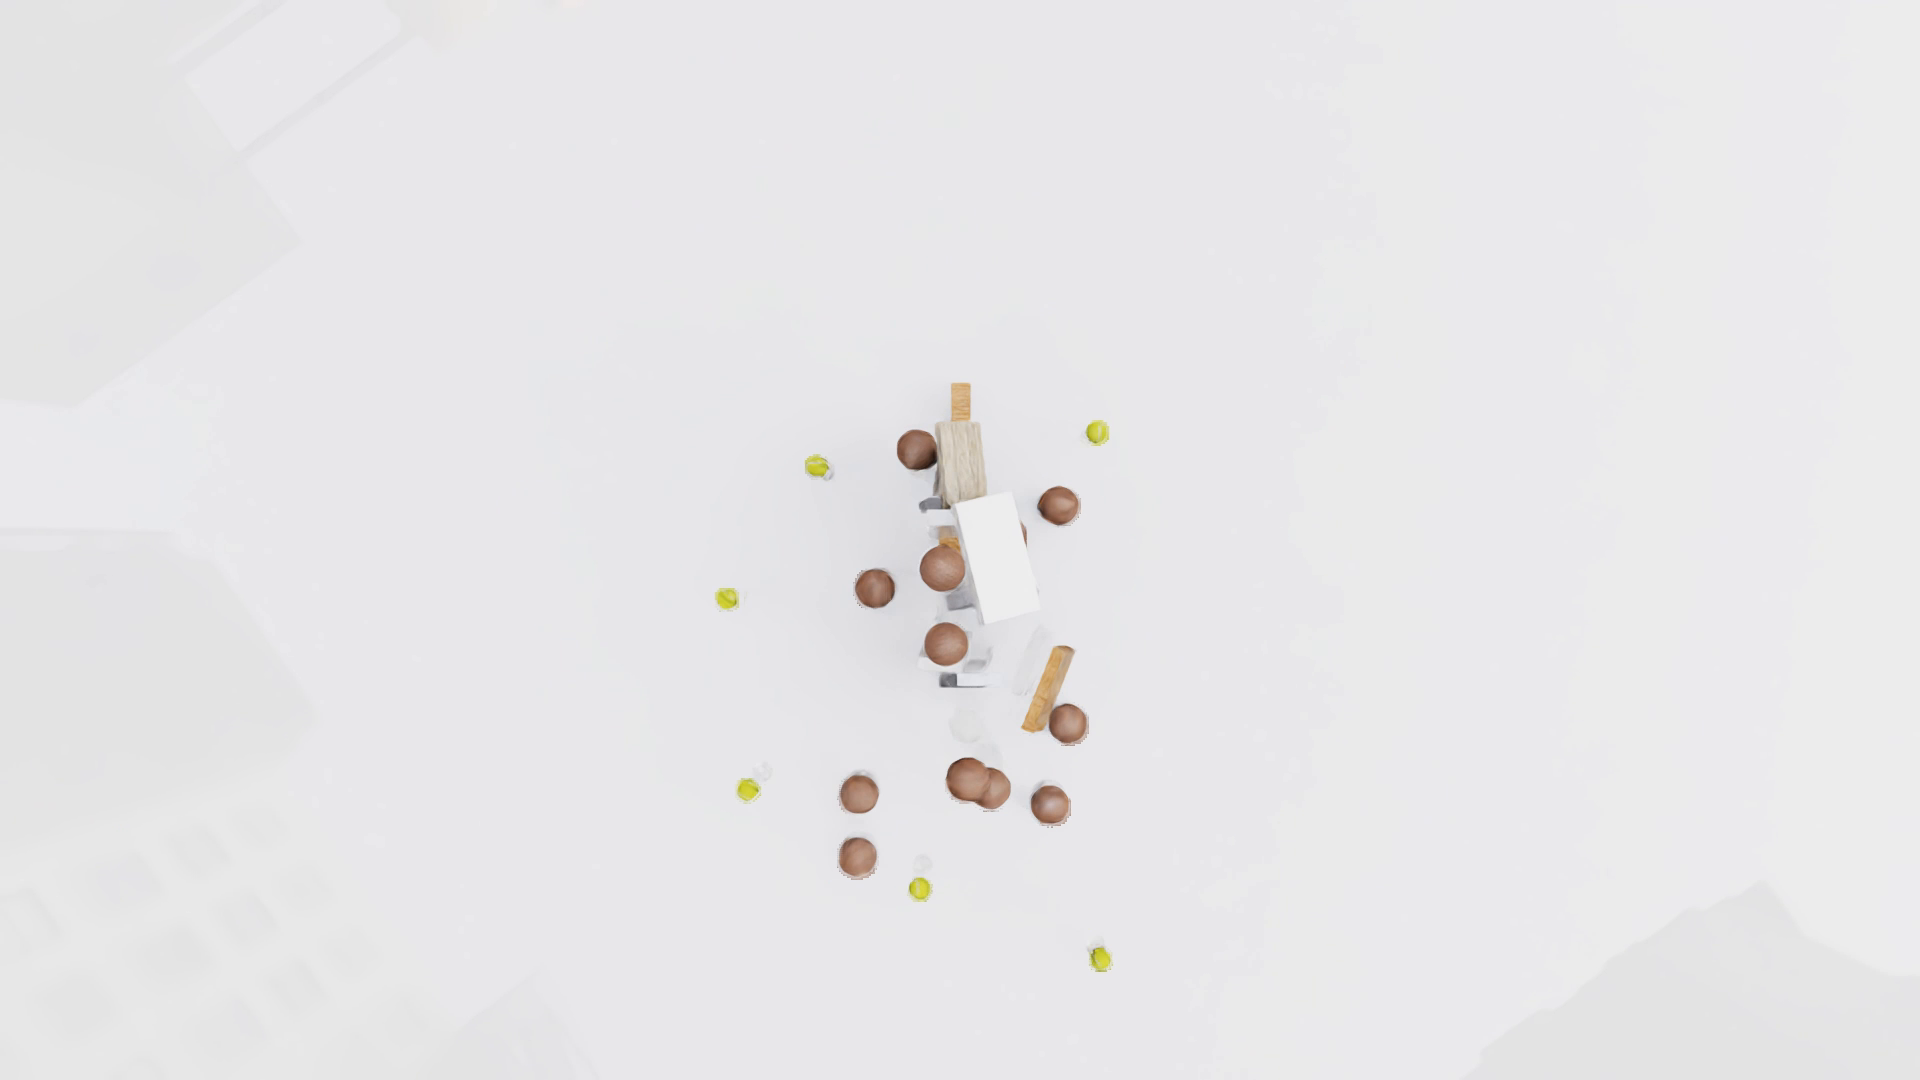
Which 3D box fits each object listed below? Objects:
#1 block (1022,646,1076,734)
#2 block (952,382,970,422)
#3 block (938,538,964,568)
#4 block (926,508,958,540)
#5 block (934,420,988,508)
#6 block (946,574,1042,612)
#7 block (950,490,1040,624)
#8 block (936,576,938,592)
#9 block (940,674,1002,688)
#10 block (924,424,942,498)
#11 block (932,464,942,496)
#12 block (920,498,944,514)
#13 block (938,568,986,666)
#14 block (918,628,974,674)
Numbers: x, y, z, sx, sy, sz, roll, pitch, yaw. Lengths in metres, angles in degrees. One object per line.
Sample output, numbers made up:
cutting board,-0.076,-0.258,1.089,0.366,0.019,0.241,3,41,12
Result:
block,0.267,0.448,4.960,0.037,0.132,0.265,23,95,18
block,0.003,-0.449,5.366,0.063,0.018,0.125,0,90,0
block,-0.009,-0.002,5.248,0.115,0.033,0.230,-2,91,1
block,-0.008,-0.049,5.009,0.177,0.438,0.050,-3,85,0
block,0.005,-0.224,4.921,0.132,0.037,0.264,0,74,-22
block,0.096,0.160,4.968,0.177,0.355,0.050,-8,84,-19
block,0.102,0.050,4.762,0.177,0.050,0.355,-14,91,-19
block,0.001,0.143,5.347,0.152,0.303,0.043,0,89,-1
block,0.028,0.442,5.189,0.132,0.611,0.037,0,85,-5
block,-0.046,-0.242,5.228,0.126,0.036,0.251,-2,90,2
block,-0.049,-0.201,5.077,0.037,0.264,0.132,9,90,-4
block,-0.049,-0.109,5.056,0.132,0.264,0.037,-6,90,-6
block,0.007,0.242,5.174,0.152,0.043,0.303,0,90,-1
block,-0.043,0.333,5.015,0.132,0.265,0.037,6,107,6
